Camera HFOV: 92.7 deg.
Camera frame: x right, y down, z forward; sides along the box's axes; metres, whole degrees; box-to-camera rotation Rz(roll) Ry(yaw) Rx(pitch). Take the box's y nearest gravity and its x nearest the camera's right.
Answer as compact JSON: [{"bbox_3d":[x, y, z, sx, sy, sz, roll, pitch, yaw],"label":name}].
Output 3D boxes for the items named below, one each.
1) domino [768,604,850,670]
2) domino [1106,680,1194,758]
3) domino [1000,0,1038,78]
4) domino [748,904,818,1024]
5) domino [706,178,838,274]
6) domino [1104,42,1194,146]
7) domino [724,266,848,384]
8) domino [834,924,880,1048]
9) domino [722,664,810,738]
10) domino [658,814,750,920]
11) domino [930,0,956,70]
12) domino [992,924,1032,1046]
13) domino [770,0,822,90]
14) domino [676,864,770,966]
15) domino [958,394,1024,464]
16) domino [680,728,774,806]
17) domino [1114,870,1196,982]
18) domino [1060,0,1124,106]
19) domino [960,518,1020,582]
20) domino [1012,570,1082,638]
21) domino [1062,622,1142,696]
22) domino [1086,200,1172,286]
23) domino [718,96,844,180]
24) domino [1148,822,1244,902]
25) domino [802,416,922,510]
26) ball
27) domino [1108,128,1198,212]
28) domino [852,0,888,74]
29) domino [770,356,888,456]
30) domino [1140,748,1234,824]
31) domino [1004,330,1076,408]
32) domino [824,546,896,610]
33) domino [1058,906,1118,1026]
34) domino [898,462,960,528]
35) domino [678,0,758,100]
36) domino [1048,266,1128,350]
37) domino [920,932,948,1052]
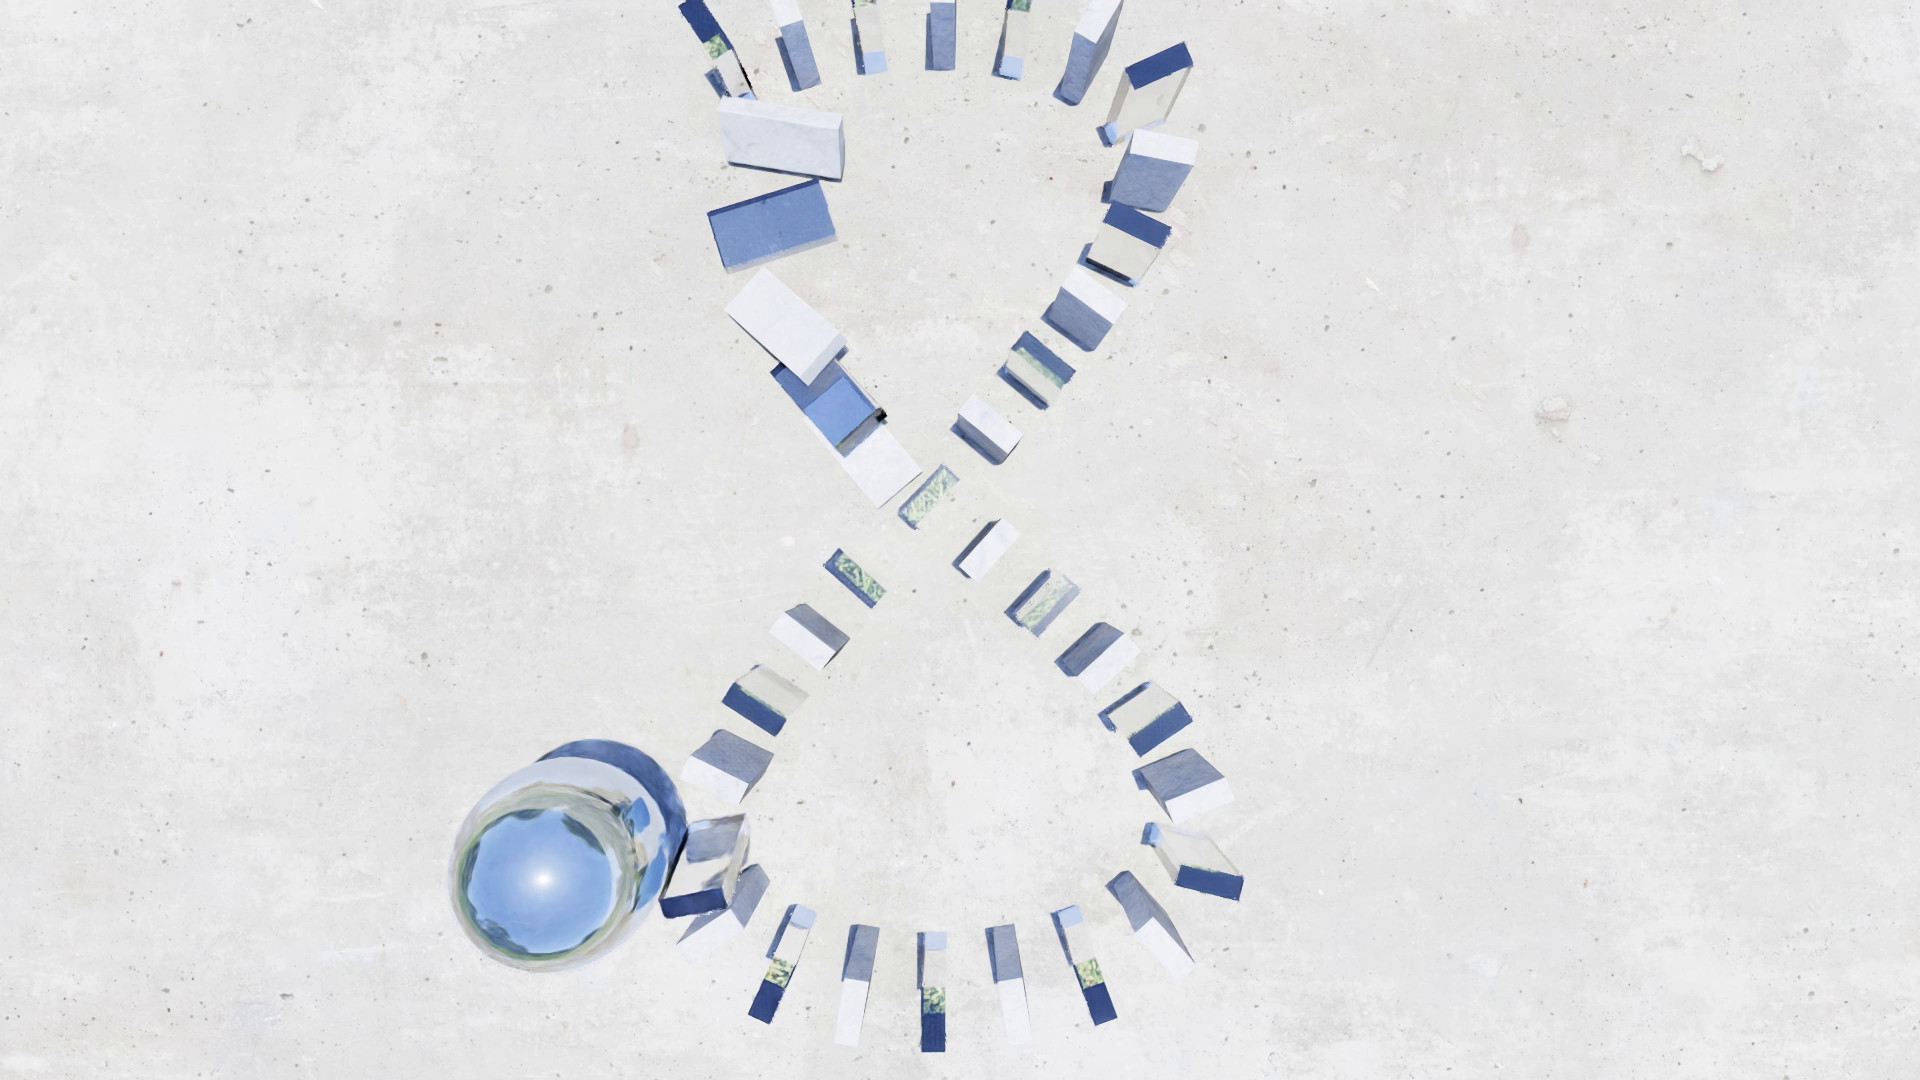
[{"bbox_3d":[-0.060,0.039,0.375,0.025,0.050,0.010,38,90,0],"label":"domino"},{"bbox_3d":[0.076,0.072,0.375,0.025,0.050,0.009,-34,90,0],"label":"domino"},{"bbox_3d":[0.025,-0.214,0.375,0.009,0.050,0.025,13,90,0],"label":"domino"},{"bbox_3d":[-0.072,0.172,0.375,0.009,0.050,0.025,25,90,0],"label":"domino"},{"bbox_3d":[-0.081,-0.135,0.395,0.050,0.009,0.025,-17,90,0],"label":"domino"},{"bbox_3d":[0.076,-0.181,0.375,0.025,0.050,0.009,-24,90,0],"label":"domino"},{"bbox_3d":[-0.074,-0.091,0.387,0.050,0.010,0.025,42,90,19],"label":"domino"},{"bbox_3d":[-0.042,0.181,0.375,0.010,0.050,0.025,10,90,0],"label":"domino"},{"bbox_3d":[-0.078,0.065,0.375,0.025,0.050,0.010,33,90,0],"label":"domino"},{"bbox_3d":[-0.103,0.132,0.375,0.025,0.050,0.009,-11,106,0],"label":"domino"},{"bbox_3d":[-0.006,-0.218,0.375,0.009,0.050,0.025,1,90,0],"label":"domino"},{"bbox_3d":[0.021,0.180,0.375,0.009,0.050,0.025,-10,90,0],"label":"domino"},{"bbox_3d":[-0.069,-0.209,0.375,0.010,0.050,0.025,-19,90,0],"label":"domino"},{"bbox_3d":[-0.096,0.152,0.375,0.025,0.050,0.009,-34,90,0],"label":"domino"},{"bbox_3d":[0.012,-0.045,0.375,0.025,0.050,0.010,40,90,0],"label":"domino"},{"bbox_3d":[-0.094,0.092,0.375,0.025,0.050,0.010,26,90,0],"label":"domino"},{"bbox_3d":[0.079,0.157,0.375,0.009,0.050,0.025,-42,90,0],"label":"domino"},{"bbox_3d":[0.054,-0.203,0.375,0.010,0.050,0.025,30,90,0],"label":"domino"},{"bbox_3d":[0.012,0.004,0.375,0.009,0.050,0.025,42,90,0],"label":"domino"},{"bbox_3d":[0.035,0.025,0.375,0.010,0.050,0.025,43,90,0],"label":"domino"},{"bbox_3d":[0.057,0.047,0.375,0.025,0.050,0.009,-42,90,0],"label":"domino"},{"bbox_3d":[0.068,-0.120,0.375,0.025,0.050,0.009,25,90,0],"label":"domino"},{"bbox_3d":[-0.075,-0.170,0.387,0.050,0.025,0.009,9,61,0],"label":"domino"},{"bbox_3d":[0.096,0.131,0.375,0.025,0.050,0.009,14,90,0],"label":"domino"},{"bbox_3d":[-0.042,-0.041,0.395,0.025,0.010,0.050,-40,90,0],"label":"domino"},{"bbox_3d":[-0.156,0.126,0.360,0.080,0.080,0.080,0,90,0],"label":"ball"},{"bbox_3d":[0.078,-0.150,0.375,0.025,0.050,0.009,11,90,0],"label":"domino"},{"bbox_3d":[-0.038,-0.216,0.375,0.010,0.050,0.025,-7,90,0],"label":"domino"},{"bbox_3d":[-0.056,-0.062,0.385,0.025,0.009,0.050,-42,66,-1],"label":"domino"},{"bbox_3d":[0.092,0.100,0.375,0.025,0.050,0.010,-22,90,0],"label":"domino"},{"bbox_3d":[0.032,-0.069,0.375,0.025,0.050,0.010,39,90,0],"label":"domino"},{"bbox_3d":[-0.040,0.015,0.375,0.025,0.050,0.010,42,90,0],"label":"domino"},{"bbox_3d":[0.052,0.173,0.375,0.009,0.050,0.025,-20,90,0],"label":"domino"},{"bbox_3d":[-0.012,-0.017,0.375,0.010,0.050,0.025,44,90,0],"label":"domino"},{"bbox_3d":[-0.097,-0.196,0.375,0.009,0.050,0.025,-34,90,0],"label":"domino"},{"bbox_3d":[0.051,-0.094,0.375,0.025,0.050,0.009,36,90,0],"label":"domino"},{"bbox_3d":[-0.010,0.183,0.375,0.010,0.050,0.025,0,90,0],"label":"domino"}]
